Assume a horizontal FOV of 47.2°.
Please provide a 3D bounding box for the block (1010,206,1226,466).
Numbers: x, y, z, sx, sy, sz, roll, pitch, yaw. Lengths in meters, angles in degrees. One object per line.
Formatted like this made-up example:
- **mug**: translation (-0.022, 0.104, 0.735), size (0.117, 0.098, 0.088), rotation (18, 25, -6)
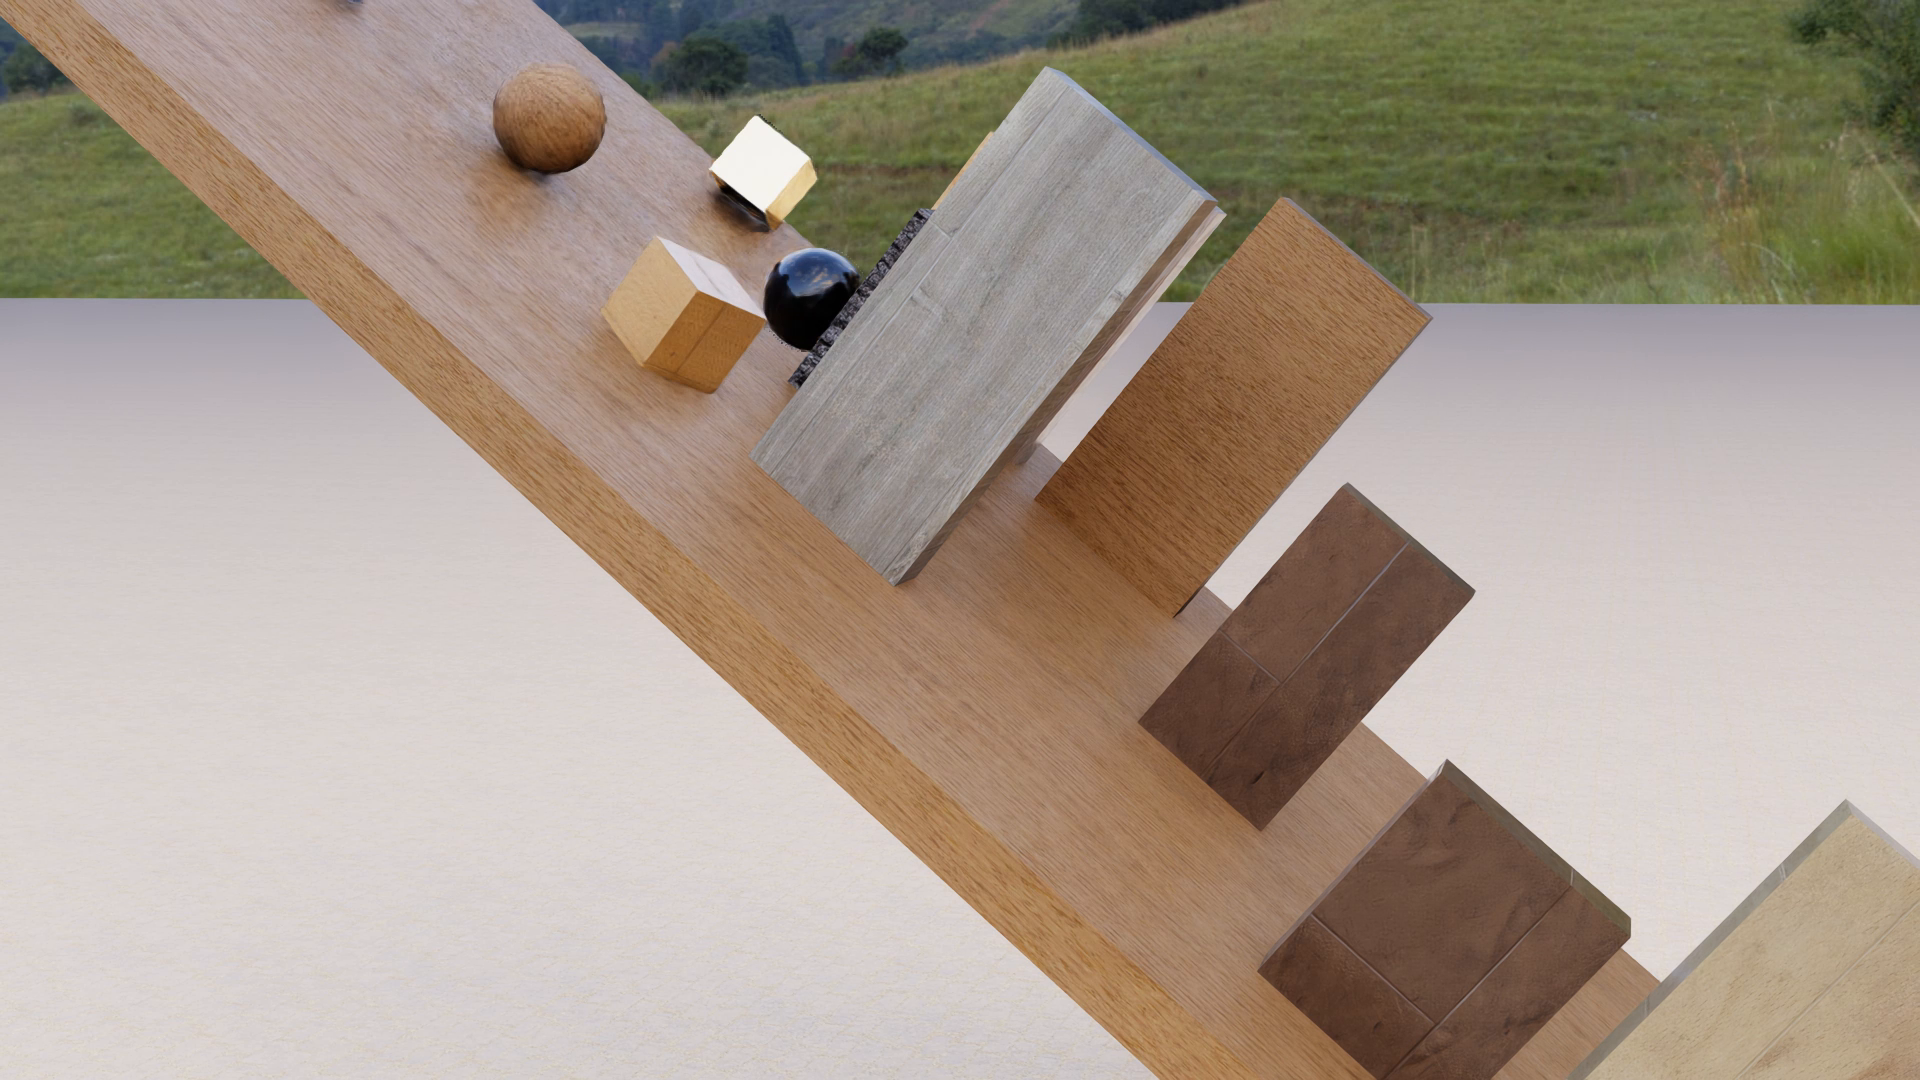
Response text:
- **block**: translation (0.184, -0.555, 4.672), size (0.414, 0.683, 0.094), rotation (41, 16, 9)

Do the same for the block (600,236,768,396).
- **block**: translation (-0.466, -0.379, 3.713), size (0.165, 0.165, 0.165), rotation (20, 25, -49)

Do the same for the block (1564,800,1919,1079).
- **block**: translation (1.013, 0.730, 2.862), size (0.328, 0.768, 0.084), rotation (41, 16, 9)

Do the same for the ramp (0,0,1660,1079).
- **ramp**: translation (-0.003, 0.052, 4.042), size (4.000, 0.100, 2.000), rotation (41, 16, 9)

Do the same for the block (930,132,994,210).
- **block**: translation (0.029, -0.456, 4.278), size (0.349, 0.568, 0.093), rotation (41, 16, 9)

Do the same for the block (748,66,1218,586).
- **block**: translation (0.029, -0.335, 3.538), size (0.327, 0.796, 0.114), rotation (41, 16, 9)

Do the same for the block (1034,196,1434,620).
- **block**: translation (0.551, -0.265, 4.486), size (0.378, 0.797, 0.115), rotation (41, 16, 9)

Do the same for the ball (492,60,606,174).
- **ball**: translation (-0.763, -0.786, 4.086), size (0.209, 0.209, 0.209), rotation (0, 7, 0)

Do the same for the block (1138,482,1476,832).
- **block**: translation (0.590, 0.201, 3.769), size (0.283, 0.544, 0.086), rotation (41, 16, 9)

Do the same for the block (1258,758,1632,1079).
- **block**: translation (0.704, 0.591, 3.210), size (0.344, 0.409, 0.100), rotation (41, 16, 9)

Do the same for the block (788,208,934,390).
- **block**: translation (-0.068, -0.356, 4.081), size (0.306, 0.409, 0.115), rotation (41, 16, 9)

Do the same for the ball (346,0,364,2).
- **ball**: translation (-1.154, -1.107, 4.179), size (0.164, 0.164, 0.164), rotation (0, 7, 0)

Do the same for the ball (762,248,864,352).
- **ball**: translation (-0.280, -0.462, 4.233), size (0.200, 0.200, 0.200), rotation (0, 7, 0)

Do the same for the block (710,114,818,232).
- **block**: translation (-0.434, -0.809, 4.866), size (0.156, 0.156, 0.156), rotation (39, -5, 7)
